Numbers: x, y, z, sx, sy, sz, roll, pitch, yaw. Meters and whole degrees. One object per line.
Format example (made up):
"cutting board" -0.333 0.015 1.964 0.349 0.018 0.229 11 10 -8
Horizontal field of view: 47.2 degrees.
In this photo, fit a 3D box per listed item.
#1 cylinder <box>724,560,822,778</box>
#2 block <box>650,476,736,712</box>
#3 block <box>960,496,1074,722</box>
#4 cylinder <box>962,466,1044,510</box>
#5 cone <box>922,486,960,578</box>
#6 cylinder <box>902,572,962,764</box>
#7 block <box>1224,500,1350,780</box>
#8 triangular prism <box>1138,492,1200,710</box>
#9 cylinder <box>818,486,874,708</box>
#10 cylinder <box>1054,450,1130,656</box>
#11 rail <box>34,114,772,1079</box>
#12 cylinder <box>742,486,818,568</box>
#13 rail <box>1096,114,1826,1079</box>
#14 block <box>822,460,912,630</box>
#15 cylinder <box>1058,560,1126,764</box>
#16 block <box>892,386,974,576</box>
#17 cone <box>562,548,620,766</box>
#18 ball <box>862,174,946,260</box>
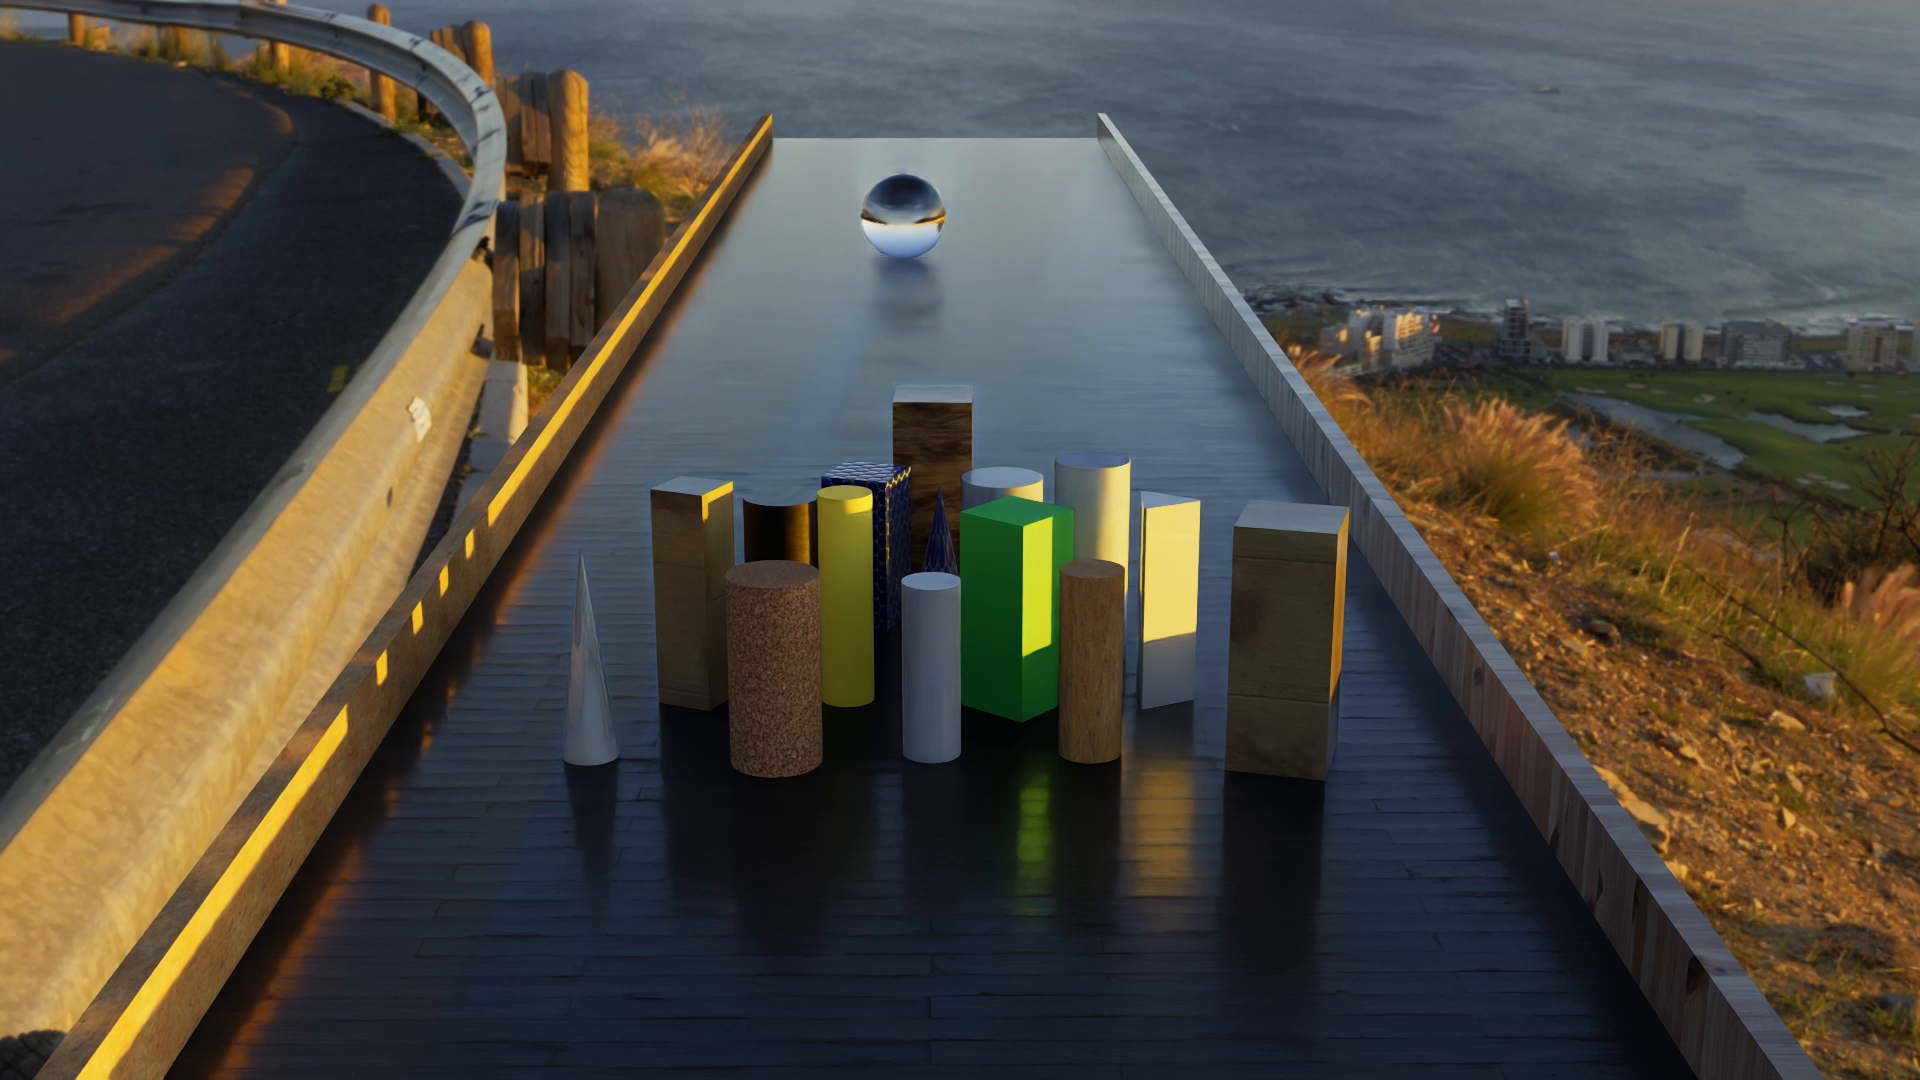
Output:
"cylinder" -0.326 0.225 3.863 0.164 0.347 0.164 0 17 0
"block" -0.500 0.100 4.153 0.111 0.421 0.111 7 18 23
"block" 0.106 0.127 4.134 0.151 0.380 0.151 13 21 38
"cylinder" 0.088 0.014 4.646 0.171 0.304 0.171 0 17 0
"cone" -0.040 0.061 4.395 0.144 0.357 0.144 0 17 0
"cylinder" -0.050 0.226 3.901 0.105 0.323 0.105 0 17 0
"block" 0.574 0.173 3.861 0.176 0.447 0.176 5 17 15
"triangular prism" 0.369 0.110 4.167 0.122 0.394 0.106 -9 19 -27
"cylinder" -0.215 0.107 4.153 0.103 0.407 0.103 0 17 0
"cylinder" 0.262 0.035 4.399 0.149 0.405 0.149 0 17 0
"rail" -1.118 -0.838 7.780 0.050 0.150 12.000 0 17 -1
"cylinder" -0.351 0.075 4.381 0.153 0.339 0.153 0 17 0
"rail" 0.932 -0.844 7.801 0.050 0.150 12.000 0 17 -1
"block" -0.196 0.010 4.630 0.142 0.320 0.142 6 18 19
"cylinder" 0.232 0.215 3.901 0.114 0.344 0.114 0 17 0
"block" -0.058 -0.114 4.861 0.170 0.428 0.170 0 17 1
"cone" -0.660 0.196 3.880 0.103 0.393 0.103 0 17 0
"ball" -0.233 -1.341 9.117 0.354 0.354 0.354 0 17 0
